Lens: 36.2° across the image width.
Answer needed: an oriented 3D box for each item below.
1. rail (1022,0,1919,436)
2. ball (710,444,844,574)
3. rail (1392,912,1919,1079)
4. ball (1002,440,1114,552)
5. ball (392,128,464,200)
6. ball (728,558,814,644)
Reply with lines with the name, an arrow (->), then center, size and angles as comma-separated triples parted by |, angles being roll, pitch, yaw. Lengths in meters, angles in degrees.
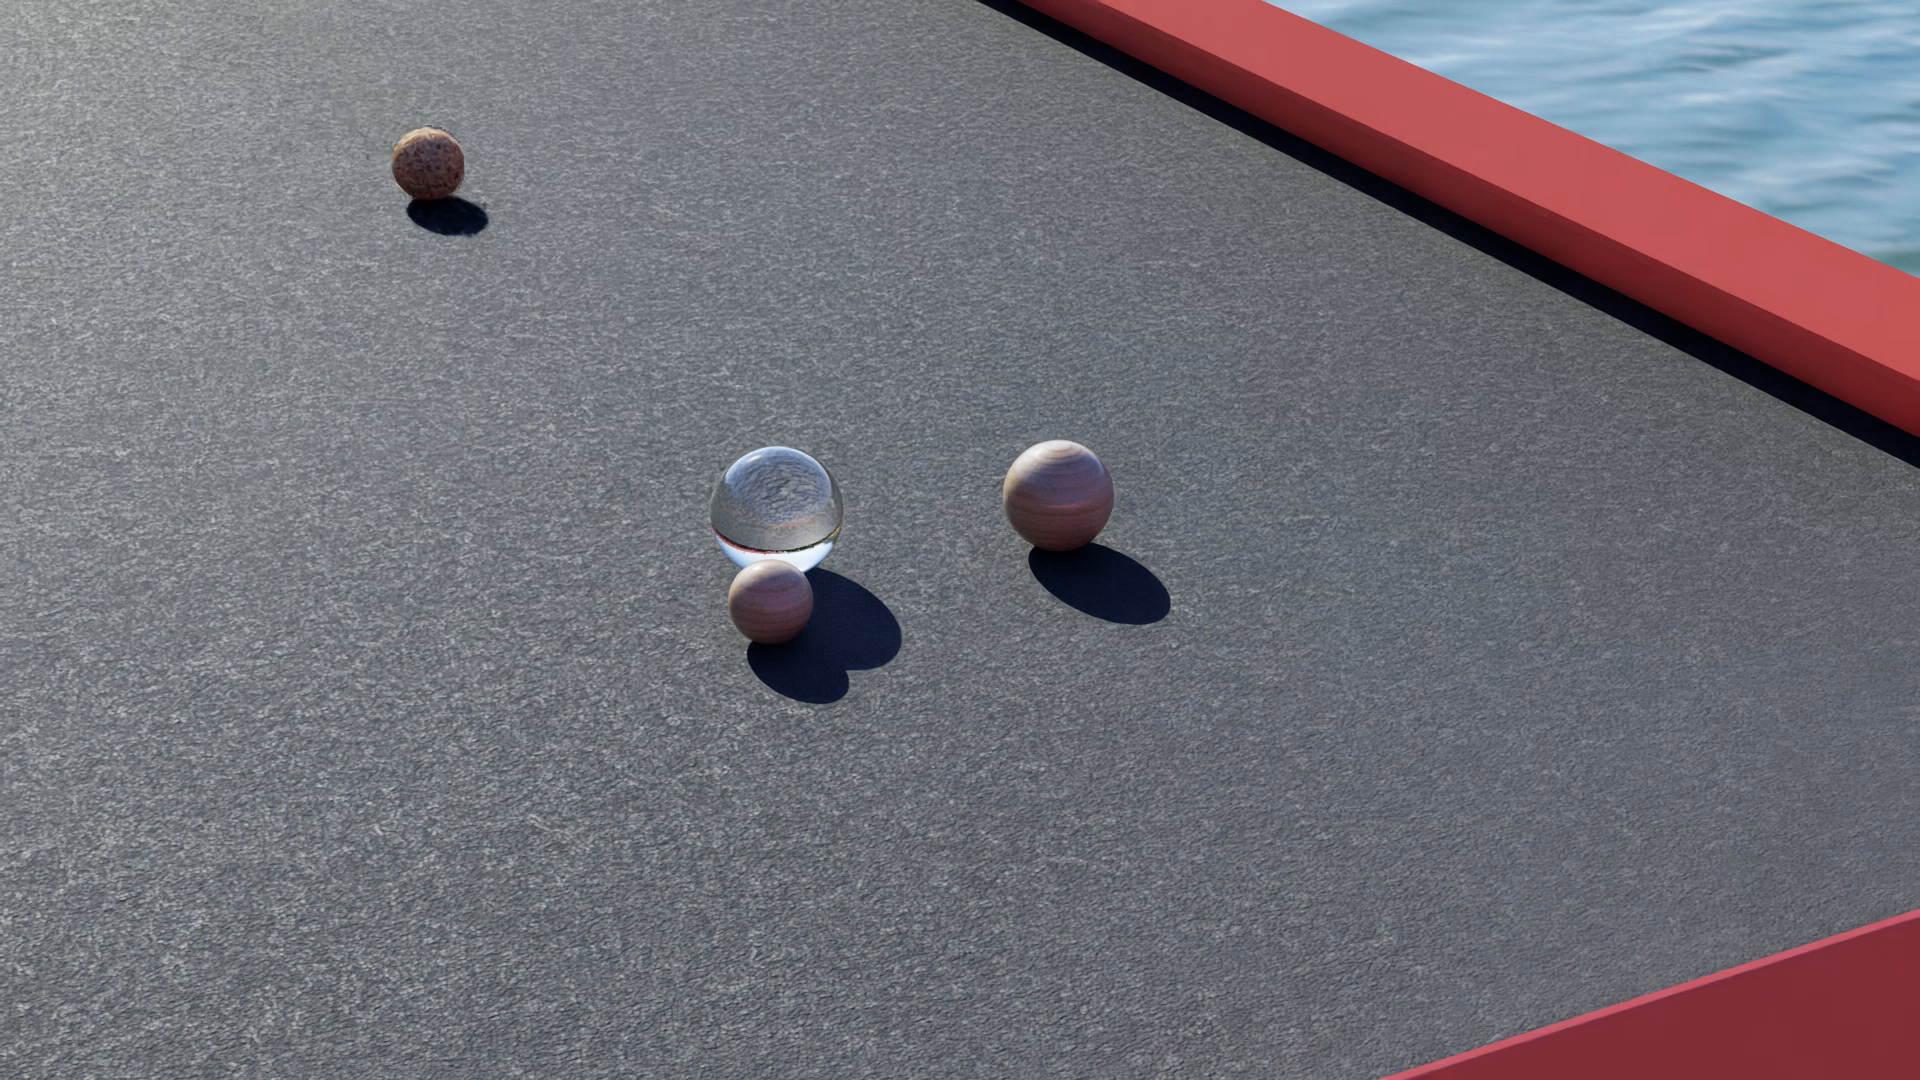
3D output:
rail -> 0.360, -0.470, 3.069 | 0.045, 0.127, 3.168 | -12, 27, -24
ball -> -0.133, -0.020, 2.133 | 0.098, 0.098, 0.098 | 0, 25, 0
rail -> 0.346, 0.266, 1.477 | 1.651, 0.127, 0.045 | -12, 27, -24
ball -> 0.073, -0.033, 2.178 | 0.083, 0.083, 0.083 | 0, 25, 0
ball -> -0.530, -0.374, 2.930 | 0.072, 0.072, 0.072 | 0, 25, 0
ball -> -0.131, 0.043, 2.041 | 0.060, 0.060, 0.060 | 0, 25, 0
